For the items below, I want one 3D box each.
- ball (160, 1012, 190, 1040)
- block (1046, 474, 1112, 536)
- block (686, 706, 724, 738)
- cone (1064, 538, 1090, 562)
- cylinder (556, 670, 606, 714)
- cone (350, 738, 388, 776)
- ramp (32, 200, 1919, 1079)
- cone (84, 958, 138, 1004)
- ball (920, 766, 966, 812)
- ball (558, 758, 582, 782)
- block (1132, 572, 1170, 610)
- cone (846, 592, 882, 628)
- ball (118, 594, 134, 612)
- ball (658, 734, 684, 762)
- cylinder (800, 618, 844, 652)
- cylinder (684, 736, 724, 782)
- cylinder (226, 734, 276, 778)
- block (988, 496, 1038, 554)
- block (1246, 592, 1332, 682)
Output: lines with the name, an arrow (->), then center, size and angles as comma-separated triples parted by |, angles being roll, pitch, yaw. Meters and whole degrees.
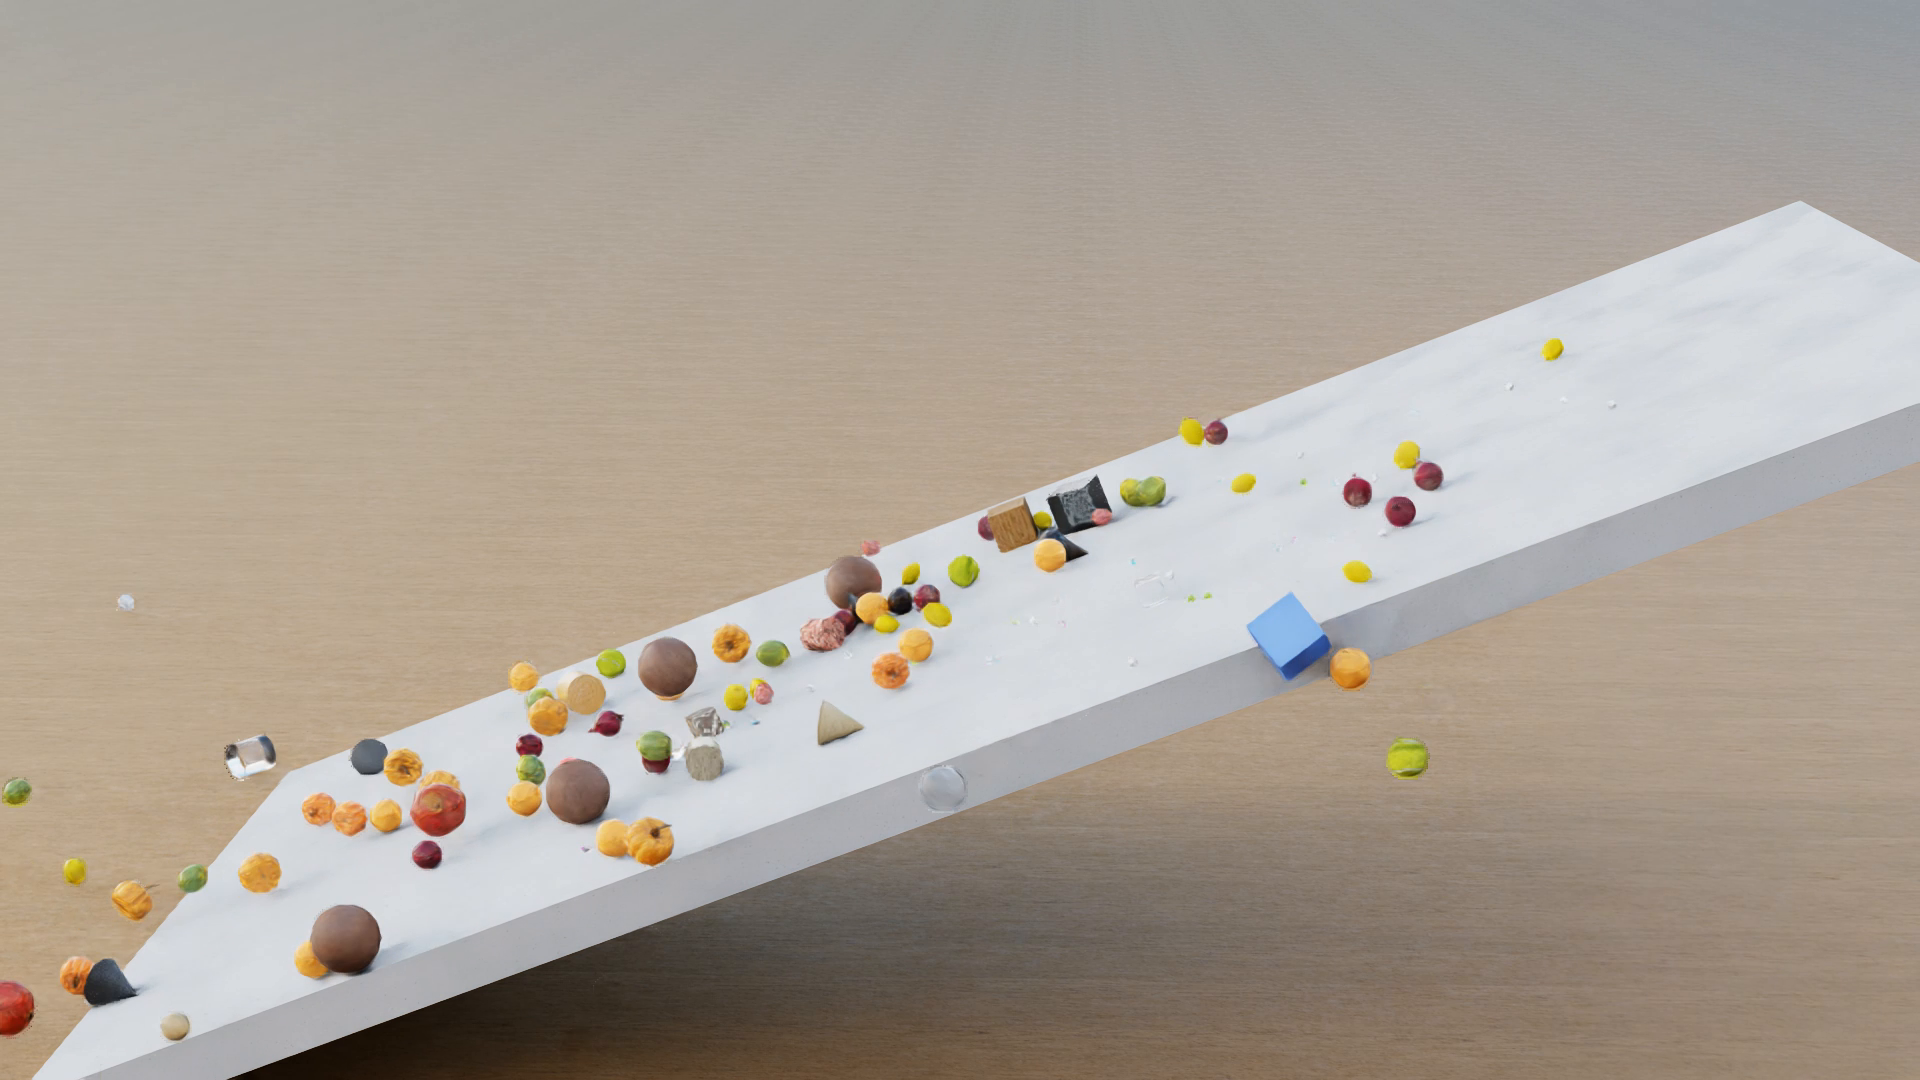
ball -> -1.473, 0.914, 5.523 | 0.054, 0.054, 0.054 | 0, 14, 0
block -> 0.270, -0.079, 6.669 | 0.094, 0.094, 0.094 | -15, 14, 30
block -> -0.535, 0.386, 6.166 | 0.053, 0.053, 0.053 | -28, 13, -24
cone -> 0.256, 0.026, 6.403 | 0.053, 0.053, 0.053 | 6, 14, 2
cylinder -> -0.879, 0.354, 6.817 | 0.092, 0.092, 0.092 | -6, 5, -22
cone -> -1.424, 0.536, 7.129 | 0.091, 0.091, 0.091 | -1, -17, -3
ramp -> 0.122, 0.174, 6.291 | 4.000, 0.100, 2.000 | -21, 12, 7
cone -> -1.707, 0.911, 5.975 | 0.098, 0.098, 0.098 | 15, 19, 25
ball -> -0.030, 0.445, 5.268 | 0.081, 0.081, 0.081 | 0, 14, 0
ball -> -0.829, 0.487, 6.251 | 0.051, 0.051, 0.051 | 0, 14, 0
block -> 0.376, 0.100, 5.790 | 0.052, 0.052, 0.052 | -22, 12, 2
cone -> -0.213, 0.162, 6.613 | 0.082, 0.082, 0.082 | 5, 14, -1
ball -> -2.662, 0.201, 9.385 | 0.054, 0.054, 0.054 | 0, 14, 0
ball -> -0.597, 0.429, 6.078 | 0.056, 0.056, 0.056 | 0, 14, 0
cylinder -> -0.304, 0.208, 6.486 | 0.071, 0.071, 0.071 | -12, 2, -40
cylinder -> -0.509, 0.435, 5.846 | 0.074, 0.074, 0.074 | -2, 10, -7
cylinder -> -1.862, 0.568, 7.724 | 0.093, 0.093, 0.093 | 13, 22, 43
block -> 0.122, -0.035, 6.752 | 0.090, 0.090, 0.090 | -21, 12, 7
block -> 0.581, 0.171, 5.186 | 0.099, 0.099, 0.099 | -37, -22, 1
